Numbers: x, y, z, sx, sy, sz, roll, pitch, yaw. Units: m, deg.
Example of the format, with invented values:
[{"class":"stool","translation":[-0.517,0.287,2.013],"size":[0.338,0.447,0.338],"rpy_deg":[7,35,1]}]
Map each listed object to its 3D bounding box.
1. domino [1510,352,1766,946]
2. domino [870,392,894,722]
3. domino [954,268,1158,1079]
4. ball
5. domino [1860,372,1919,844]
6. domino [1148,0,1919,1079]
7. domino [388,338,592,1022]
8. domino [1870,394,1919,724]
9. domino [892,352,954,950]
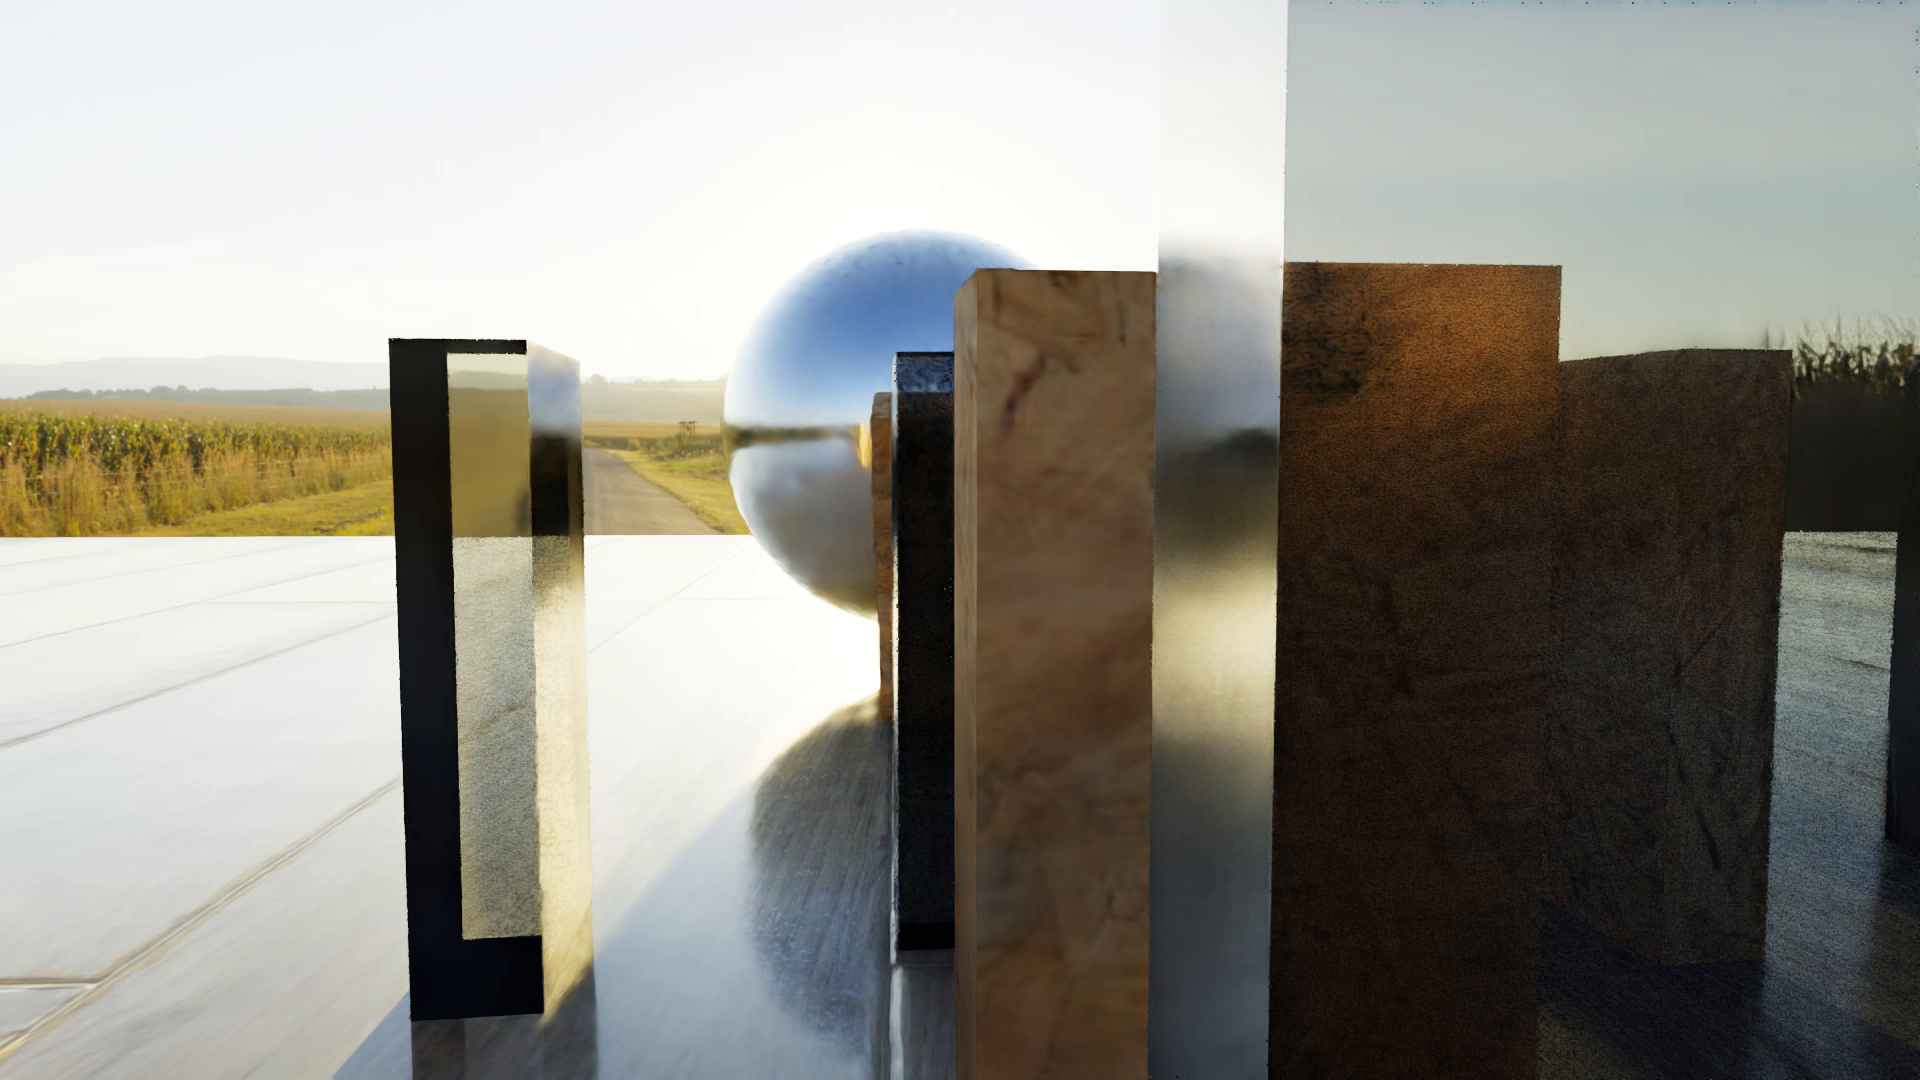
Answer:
[{"class":"domino","translation":[0.060,0.009,0.120],"size":[0.010,0.050,0.025],"rpy_deg":[-1,4,-9]},{"class":"domino","translation":[0.000,0.004,0.189],"size":[0.025,0.050,0.010],"rpy_deg":[0,28,1]},{"class":"domino","translation":[0.013,0.013,0.063],"size":[0.025,0.050,0.010],"rpy_deg":[0,4,-6]},{"class":"ball","translation":[-0.008,-0.022,0.259],"size":[0.080,0.080,0.080],"rpy_deg":[0,4,0]},{"class":"domino","translation":[0.108,0.008,0.130],"size":[0.009,0.050,0.025],"rpy_deg":[-1,5,-18]},{"class":"domino","translation":[0.015,0.017,0.014],"size":[0.025,0.050,0.009],"rpy_deg":[0,4,4]},{"class":"domino","translation":[-0.038,0.010,0.106],"size":[0.010,0.050,0.025],"rpy_deg":[-1,4,-8]},{"class":"domino","translation":[0.157,0.003,0.200],"size":[0.025,0.050,0.009],"rpy_deg":[-2,5,-21]},{"class":"domino","translation":[0.007,0.009,0.112],"size":[0.025,0.050,0.010],"rpy_deg":[0,4,-5]}]
